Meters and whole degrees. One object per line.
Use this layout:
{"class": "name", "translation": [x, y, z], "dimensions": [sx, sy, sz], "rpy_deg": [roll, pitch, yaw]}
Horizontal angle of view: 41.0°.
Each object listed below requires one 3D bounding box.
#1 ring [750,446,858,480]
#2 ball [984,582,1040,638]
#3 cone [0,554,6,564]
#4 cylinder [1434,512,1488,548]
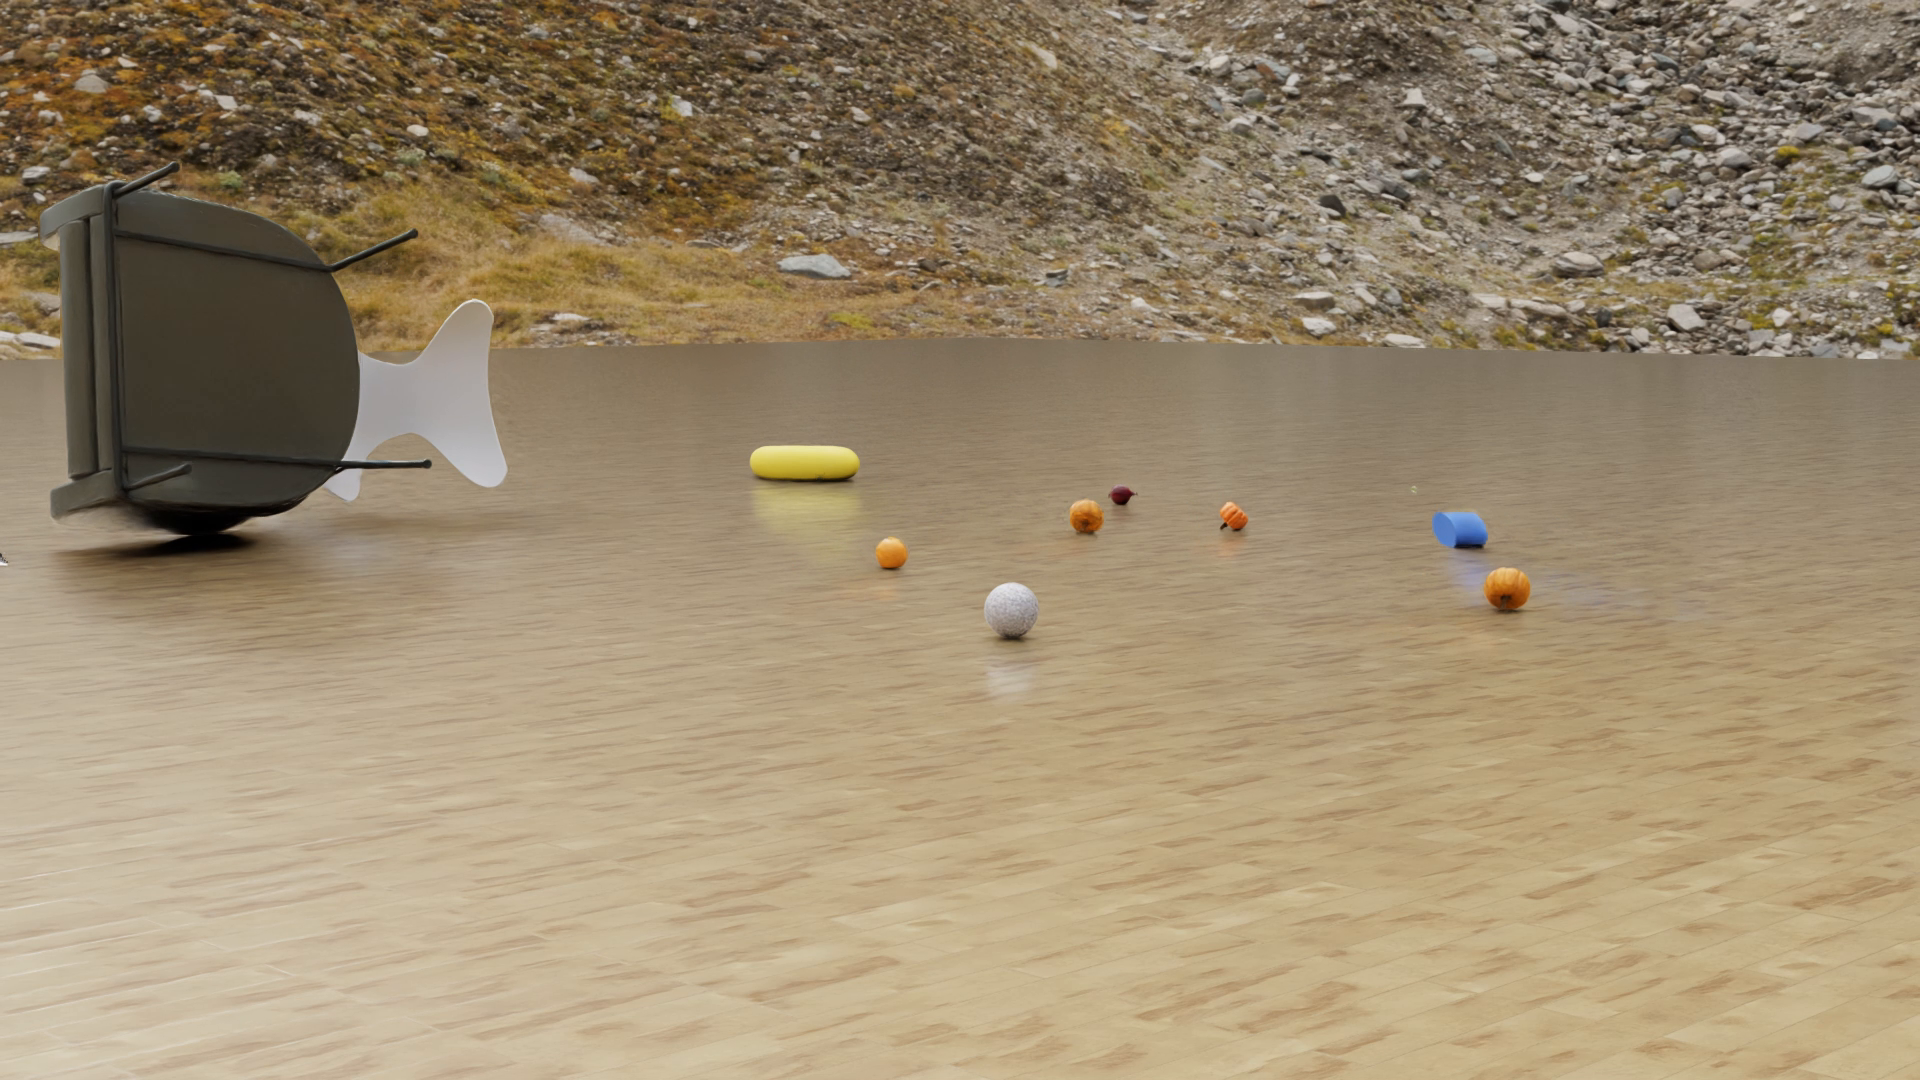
{"class": "ring", "translation": [-0.506, -0.251, 8.347], "dimensions": [0.405, 0.105, 0.235], "rpy_deg": [3, 5, 32]}
{"class": "ball", "translation": [0.094, 0.128, 4.679], "dimensions": [0.101, 0.101, 0.101], "rpy_deg": [0, 6, 0]}
{"class": "cone", "translation": [-2.269, 0.009, 5.888], "dimensions": [0.215, 0.202, 0.119], "rpy_deg": [27, -7, 13]}
{"class": "cylinder", "translation": [1.222, -0.026, 6.265], "dimensions": [0.093, 0.068, 0.102], "rpy_deg": [-3, 42, -27]}
